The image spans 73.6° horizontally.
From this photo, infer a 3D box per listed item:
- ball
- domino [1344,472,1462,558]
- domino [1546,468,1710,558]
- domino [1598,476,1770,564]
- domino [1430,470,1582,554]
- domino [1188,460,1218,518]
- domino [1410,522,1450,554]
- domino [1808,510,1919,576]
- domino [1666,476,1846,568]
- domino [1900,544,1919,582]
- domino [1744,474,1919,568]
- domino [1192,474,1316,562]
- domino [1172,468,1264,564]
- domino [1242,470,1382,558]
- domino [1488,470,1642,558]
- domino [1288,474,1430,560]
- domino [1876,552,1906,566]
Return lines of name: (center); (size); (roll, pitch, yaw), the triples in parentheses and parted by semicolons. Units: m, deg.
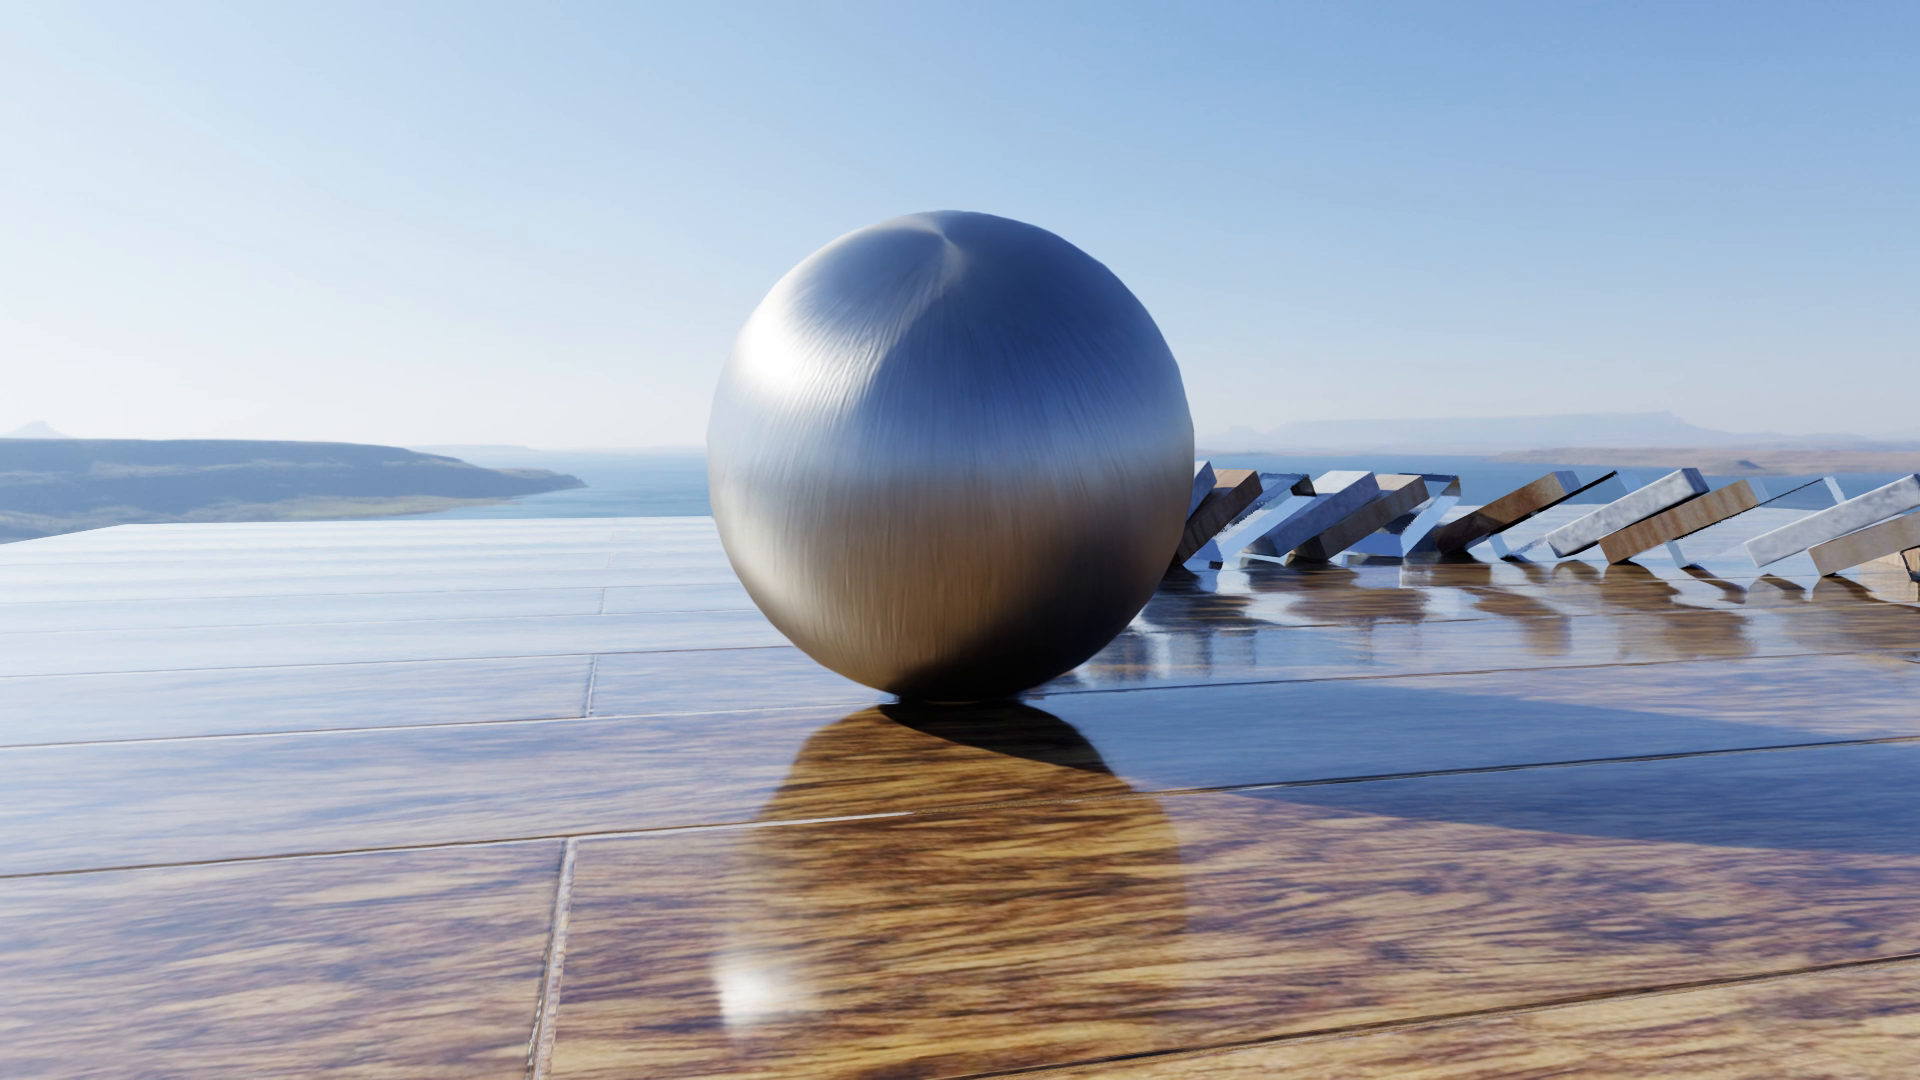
ball: (-0.001, -0.013, 0.213); (0.080, 0.080, 0.080); (0, 4, 0)
domino: (0.173, -0.011, 0.504); (0.025, 0.009, 0.050); (7, 33, 46)
domino: (0.239, -0.009, 0.460); (0.050, 0.009, 0.025); (-34, -18, 36)
domino: (0.253, -0.007, 0.448); (0.050, 0.009, 0.025); (-31, -16, 37)
domino: (0.208, -0.010, 0.487); (0.050, 0.009, 0.025); (-33, -18, 37)
domino: (0.070, -0.010, 0.464); (0.025, 0.009, 0.050); (-1, 35, 44)
domino: (0.186, -0.002, 0.526); (0.025, 0.010, 0.050); (4, 6, 43)
domino: (0.300, -0.003, 0.406); (0.050, 0.009, 0.025); (-29, -15, 38)
domino: (0.269, -0.006, 0.434); (0.050, 0.009, 0.025); (-32, -17, 37)
domino: (0.319, 0.000, 0.393); (0.050, 0.009, 0.025); (-22, -10, 37)
domino: (0.286, -0.006, 0.418); (0.050, 0.009, 0.025); (-32, -17, 37)
domino: (0.107, -0.009, 0.481); (0.050, 0.009, 0.025); (-32, 18, -23)
domino: (0.086, -0.009, 0.473); (0.050, 0.009, 0.025); (-38, 25, -30)
domino: (0.131, -0.010, 0.485); (0.050, 0.010, 0.025); (-30, 13, -16)
domino: (0.224, -0.010, 0.474); (0.050, 0.009, 0.025); (-34, -18, 36)
domino: (0.150, -0.009, 0.489); (0.050, 0.010, 0.025); (-29, 13, -15)
domino: (0.344, 0.004, 0.455); (0.025, 0.009, 0.050); (1, 4, 16)
